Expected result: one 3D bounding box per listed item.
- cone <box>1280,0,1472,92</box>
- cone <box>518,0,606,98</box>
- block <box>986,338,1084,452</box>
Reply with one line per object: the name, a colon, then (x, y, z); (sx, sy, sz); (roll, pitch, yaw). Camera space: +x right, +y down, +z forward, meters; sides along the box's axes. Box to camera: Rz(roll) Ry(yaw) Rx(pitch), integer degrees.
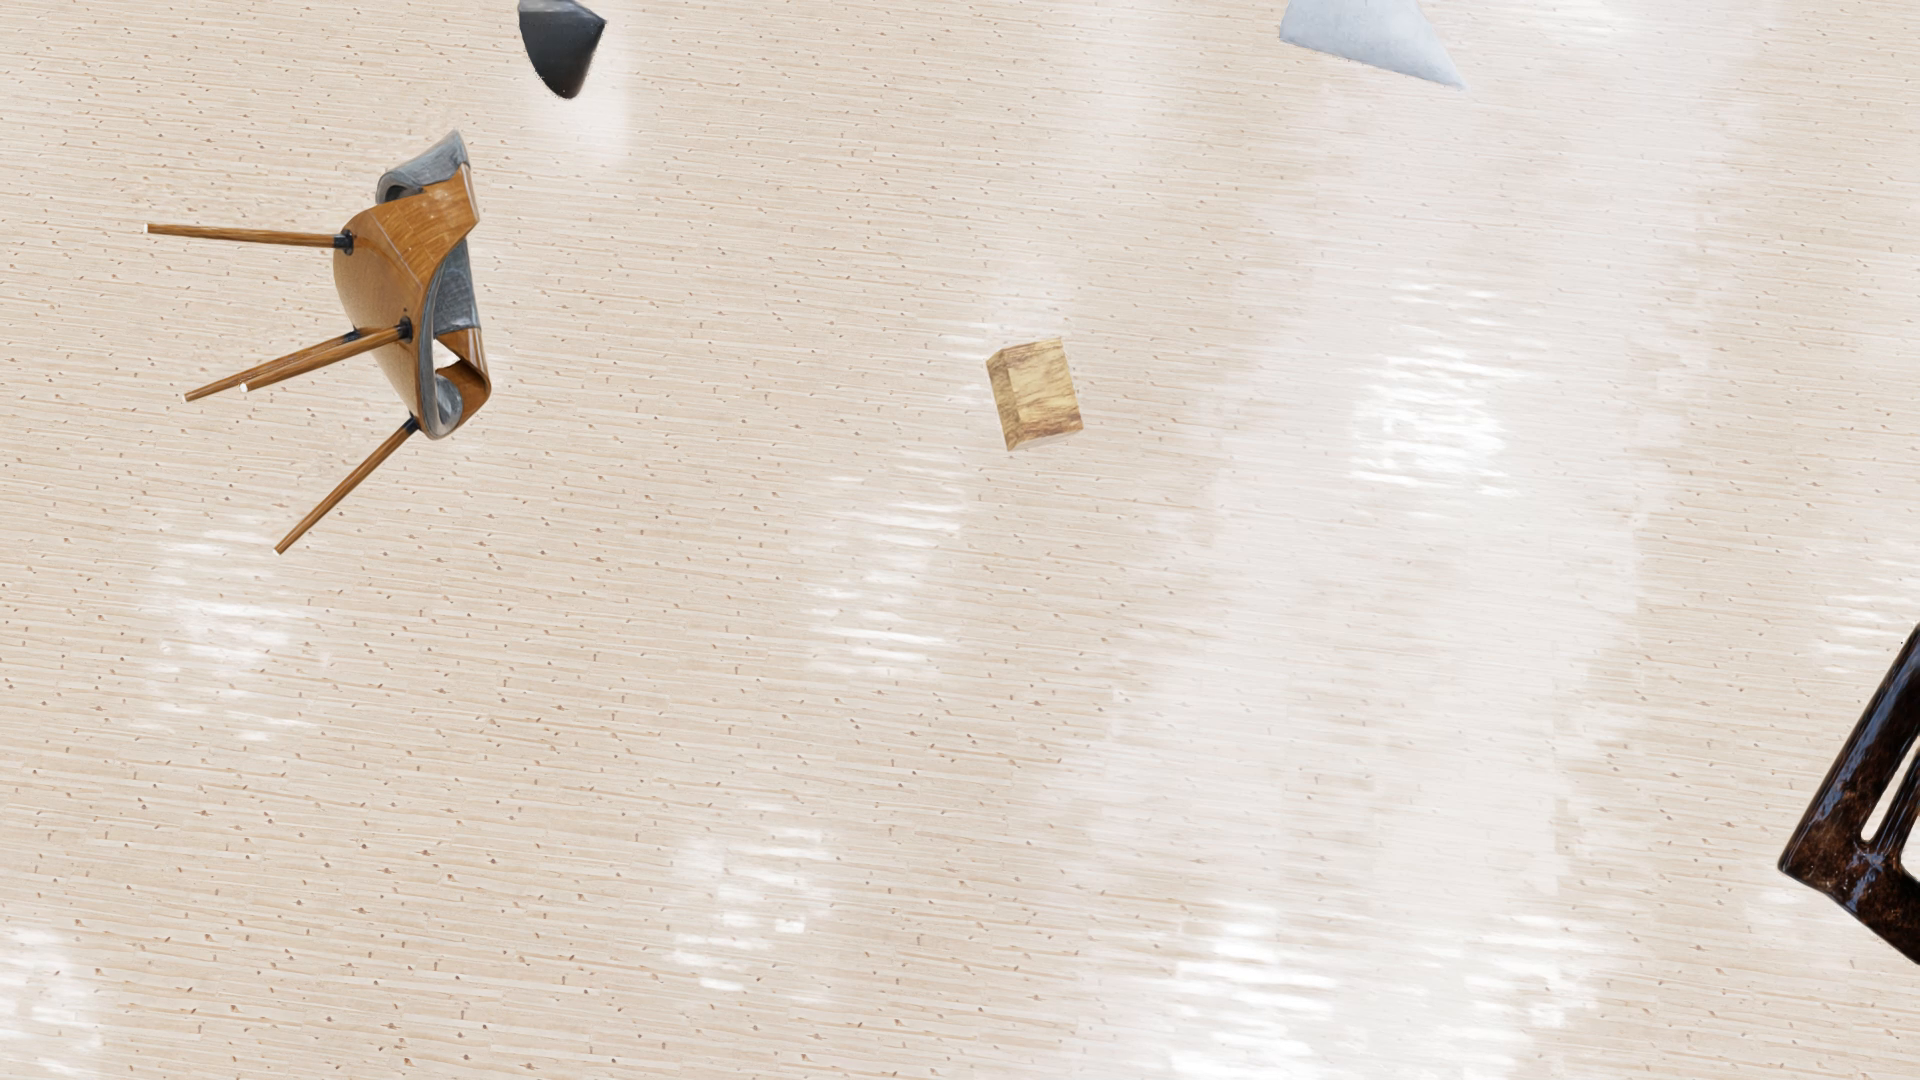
cone: (0.565, -0.654, 2.851); (0.249, 0.203, 0.156); (41, 56, 13)
cone: (-0.768, -1.031, 4.442); (0.131, 0.236, 0.250); (-12, 92, 22)
block: (0.135, -0.264, 4.000); (0.116, 0.096, 0.173); (-12, 83, -20)
